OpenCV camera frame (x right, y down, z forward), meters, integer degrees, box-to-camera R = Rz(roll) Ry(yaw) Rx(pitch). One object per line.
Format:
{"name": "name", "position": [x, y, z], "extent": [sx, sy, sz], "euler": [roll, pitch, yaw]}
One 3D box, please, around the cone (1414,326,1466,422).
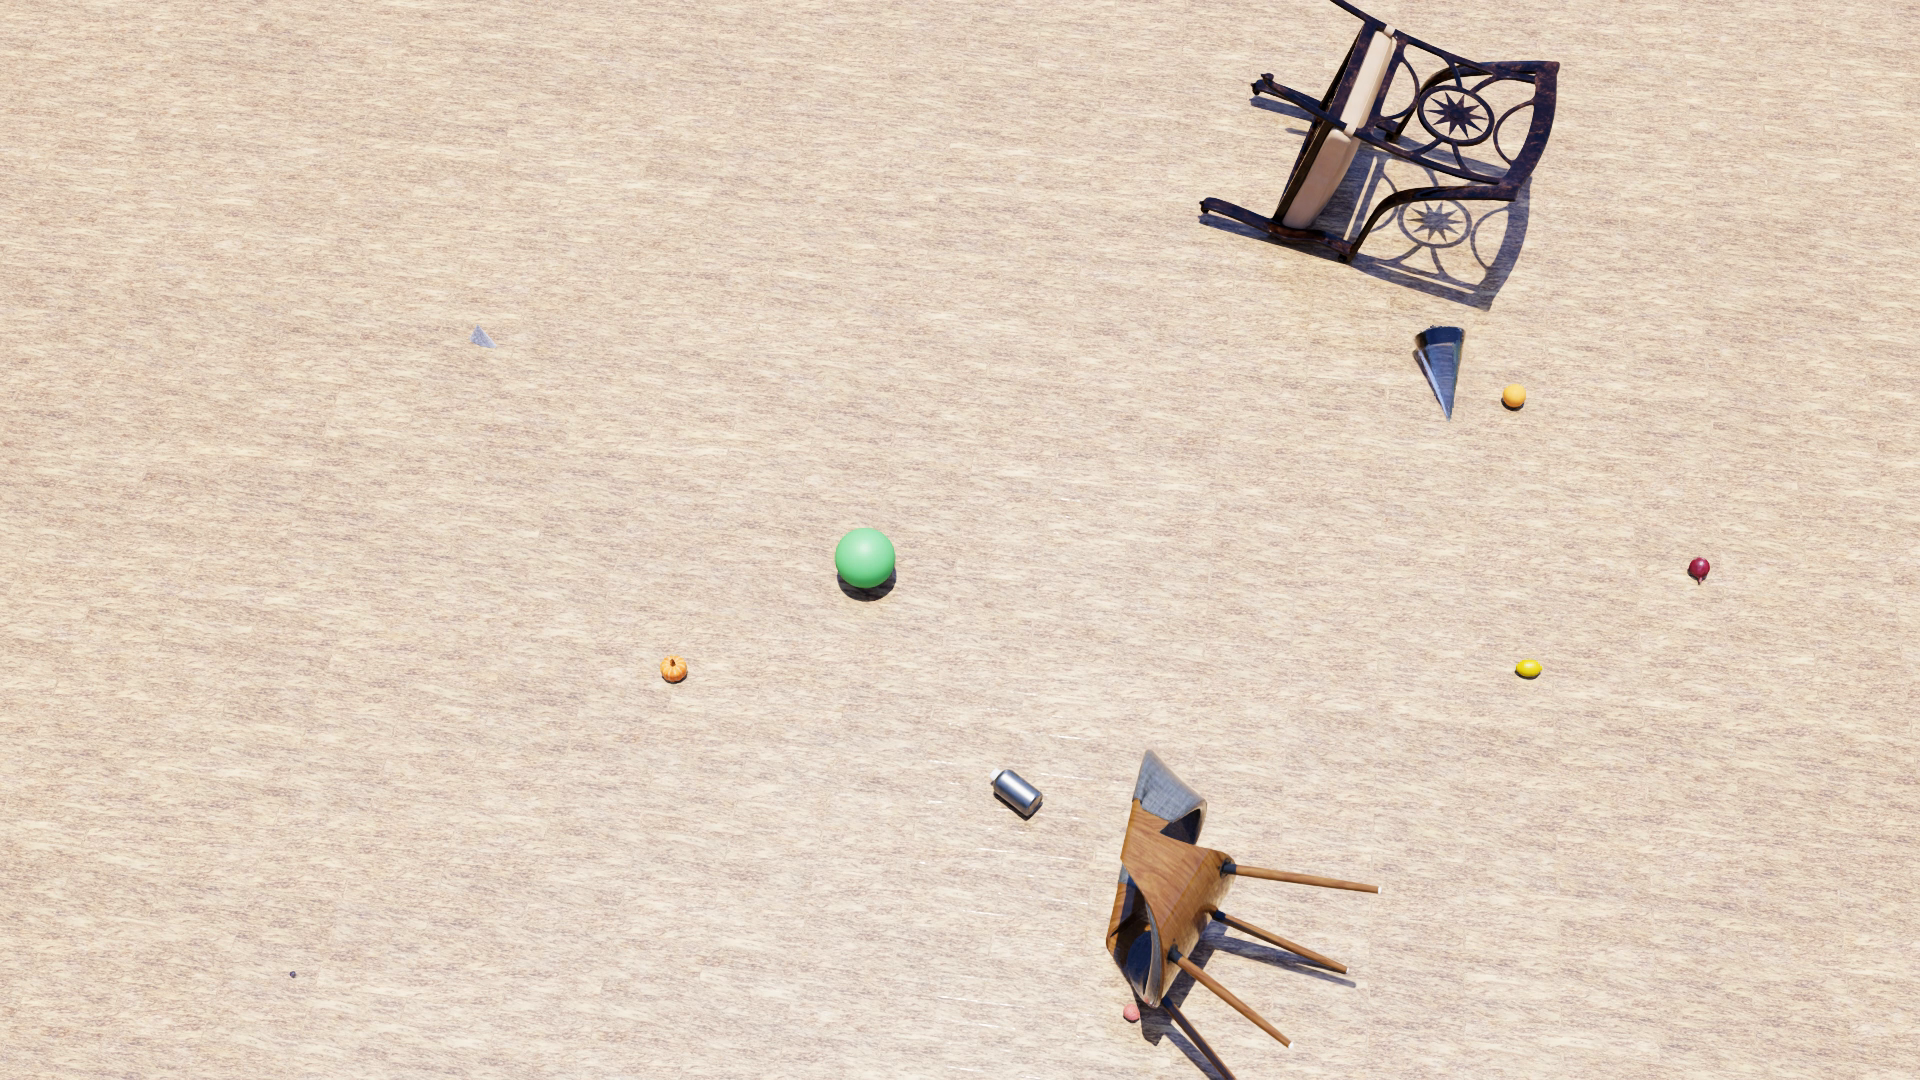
{"name": "cone", "position": [1.514, -0.499, 6.865], "extent": [0.162, 0.148, 0.299], "euler": [-10, 69, 21]}

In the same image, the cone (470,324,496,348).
{"name": "cone", "position": [-1.518, -0.655, 6.959], "extent": [0.099, 0.090, 0.035], "euler": [19, 58, 12]}

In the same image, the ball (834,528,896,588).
{"name": "ball", "position": [-0.277, 0.053, 6.431], "extent": [0.178, 0.178, 0.178], "euler": [0, 56, 0]}
